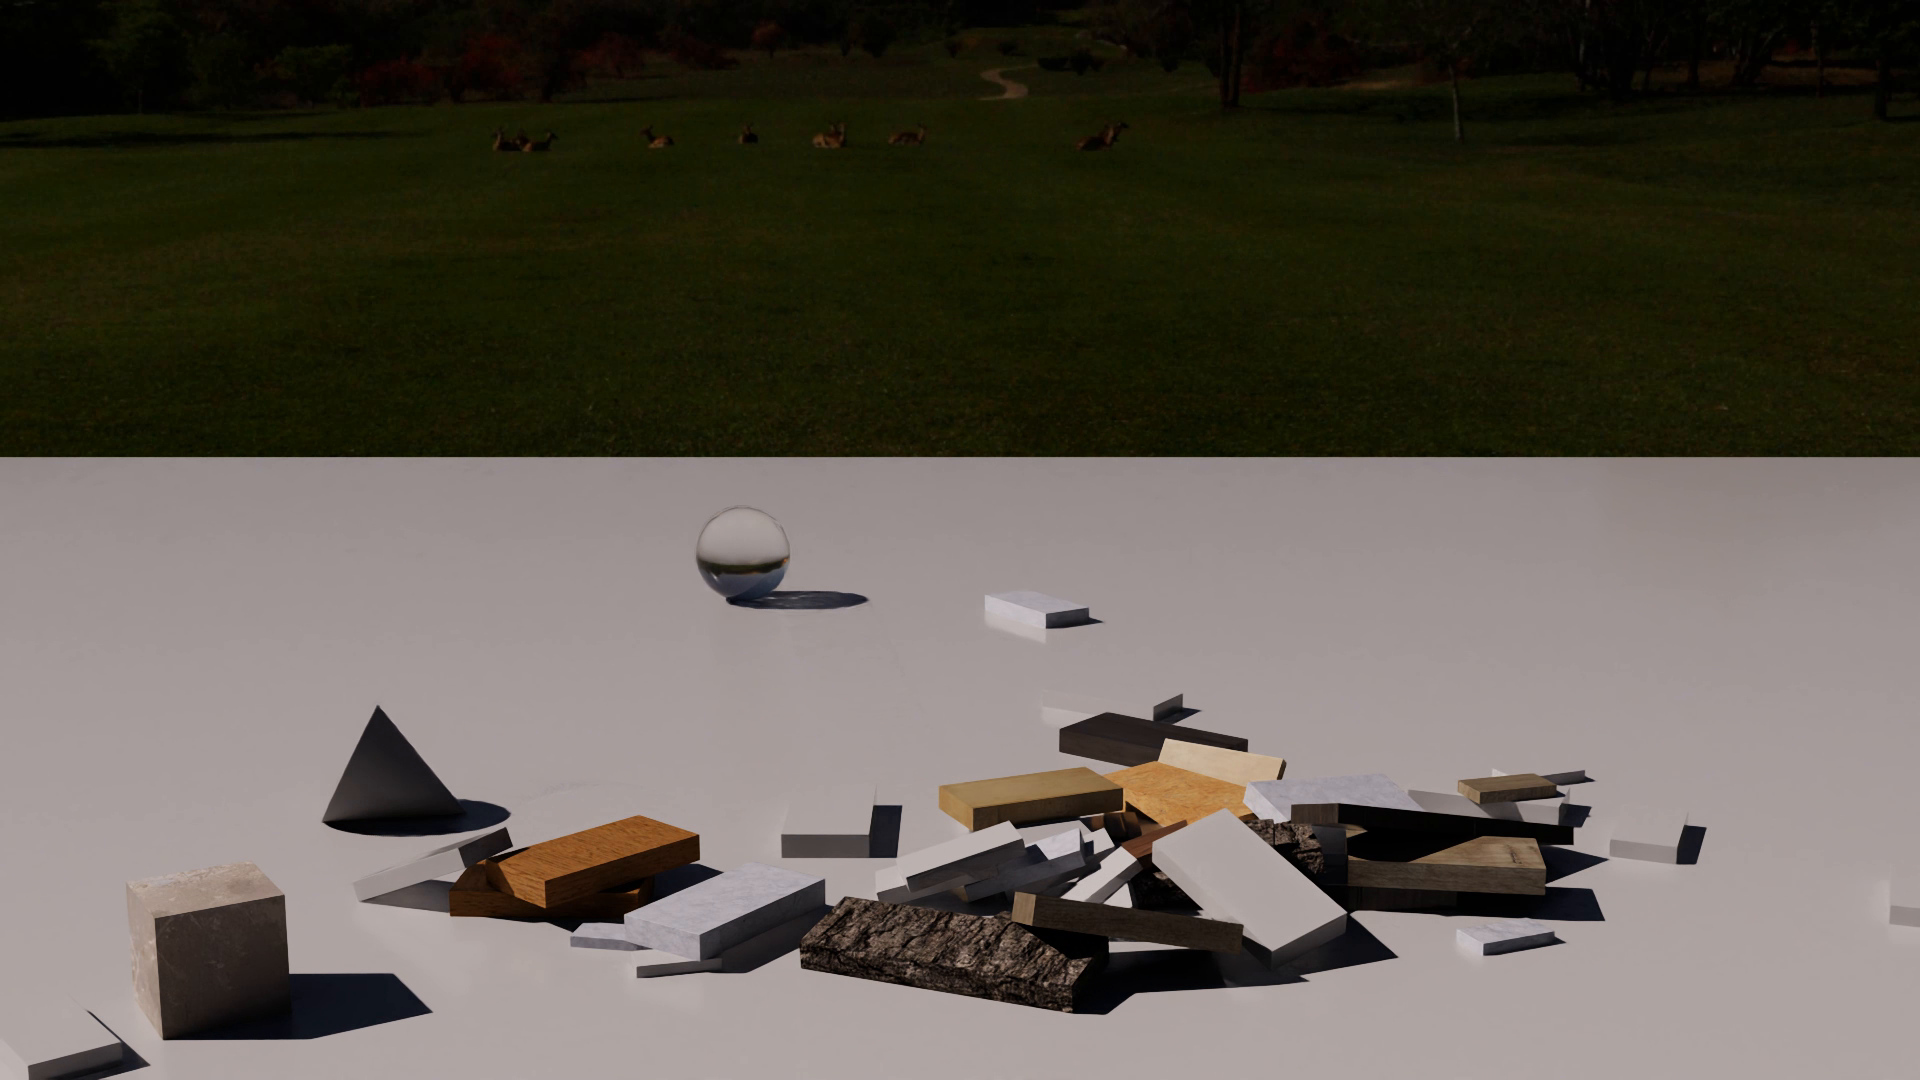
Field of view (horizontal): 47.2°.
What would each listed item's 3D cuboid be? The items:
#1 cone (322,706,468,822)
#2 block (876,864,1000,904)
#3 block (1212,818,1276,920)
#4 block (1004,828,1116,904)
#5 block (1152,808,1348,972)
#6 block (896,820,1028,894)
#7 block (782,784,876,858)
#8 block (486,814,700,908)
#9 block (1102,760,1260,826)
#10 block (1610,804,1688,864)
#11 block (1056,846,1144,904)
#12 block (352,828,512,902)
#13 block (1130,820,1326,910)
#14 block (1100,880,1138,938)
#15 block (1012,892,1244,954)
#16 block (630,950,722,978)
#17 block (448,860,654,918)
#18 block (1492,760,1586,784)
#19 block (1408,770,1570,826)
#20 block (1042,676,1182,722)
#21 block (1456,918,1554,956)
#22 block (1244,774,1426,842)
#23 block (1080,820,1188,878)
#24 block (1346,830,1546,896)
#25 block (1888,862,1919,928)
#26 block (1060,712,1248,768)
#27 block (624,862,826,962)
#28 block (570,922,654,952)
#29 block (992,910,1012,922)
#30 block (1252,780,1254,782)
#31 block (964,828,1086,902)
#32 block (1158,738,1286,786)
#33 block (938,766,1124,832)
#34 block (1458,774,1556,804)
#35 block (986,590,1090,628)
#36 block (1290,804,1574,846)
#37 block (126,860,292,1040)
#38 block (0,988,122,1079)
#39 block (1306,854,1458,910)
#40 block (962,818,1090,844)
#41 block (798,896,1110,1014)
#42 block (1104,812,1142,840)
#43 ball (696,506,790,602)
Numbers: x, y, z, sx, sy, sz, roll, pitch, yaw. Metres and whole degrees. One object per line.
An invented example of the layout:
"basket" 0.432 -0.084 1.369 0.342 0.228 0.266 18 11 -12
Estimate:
"cone" -1.022 0.460 4.080 0.234 0.234 0.234 25 7 -10
"block" -0.039 0.553 3.644 0.201 0.028 0.100 -16 12 0
"block" 0.457 0.534 3.542 0.098 0.028 0.196 -4 40 11
"block" 0.162 0.543 3.669 0.196 0.028 0.098 -21 12 -2
"block" 0.451 0.544 3.454 0.148 0.042 0.297 -21 38 -26
"block" 0.001 0.519 3.608 0.201 0.028 0.100 -17 12 -8
"block" -0.235 0.507 3.995 0.153 0.043 0.307 0 11 0
"block" -0.605 0.529 3.638 0.159 0.045 0.319 10 14 42
"block" 0.428 0.487 4.091 0.172 0.049 0.344 -9 14 -41
"block" 1.234 0.524 3.934 0.112 0.032 0.225 4 11 22
"block" 0.224 0.559 3.573 0.142 0.020 0.071 -37 19 -8
"block" -0.870 0.535 3.625 0.245 0.035 0.122 -20 0 28
"block" 0.438 0.537 3.656 0.312 0.044 0.156 -12 10 2
"block" 0.248 0.588 3.514 0.071 0.020 0.142 -38 8 6
"block" 0.250 0.578 3.323 0.319 0.045 0.159 9 -9 -8
"block" -0.432 0.640 3.349 0.130 0.018 0.065 -3 11 -15
"block" -0.670 0.576 3.628 0.307 0.043 0.153 0 11 2
"block" 1.133 0.460 4.308 0.160 0.023 0.080 -4 11 -22
"block" 0.993 0.485 4.129 0.276 0.039 0.138 5 11 23
"block" 0.336 0.352 4.844 0.276 0.039 0.138 7 12 32
"block" 0.855 0.621 3.448 0.136 0.019 0.068 -5 11 -23
"block" 0.679 0.484 3.972 0.297 0.042 0.148 0 24 -26
"block" 0.293 0.527 3.662 0.196 0.028 0.098 -21 10 6
"block" 0.796 0.531 3.626 0.312 0.044 0.156 2 11 8
"block" 1.586 0.585 3.607 0.112 0.032 0.225 4 11 22
"block" 0.391 0.418 4.464 0.344 0.049 0.172 8 13 37
"block" -0.368 0.584 3.480 0.153 0.043 0.307 7 13 34
"block" -0.538 0.622 3.446 0.130 0.018 0.065 2 11 11
"block" 0.063 0.620 3.455 0.071 0.020 0.142 6 12 31
"block" 0.599 0.485 4.114 0.136 0.019 0.068 4 30 30
"block" 0.108 0.538 3.645 0.201 0.028 0.100 -19 12 7
"block" 0.501 0.443 4.246 0.254 0.080 0.023 7 -24 33
"block" 0.128 0.465 3.961 0.297 0.042 0.149 -5 12 -24
"block" 1.016 0.461 4.085 0.160 0.023 0.080 -3 11 -17
"block" 0.200 0.180 5.771 0.138 0.039 0.276 -7 13 -33
"block" 0.807 0.483 3.725 0.553 0.032 0.113 9 -12 -32
"block" -1.088 0.589 3.182 0.179 0.179 0.179 -7 12 -32
"block" -1.265 0.688 3.044 0.122 0.035 0.245 -9 14 -39
"block" 0.654 0.569 3.661 0.312 0.044 0.156 0 11 0
"block" 0.119 0.518 3.922 0.172 0.049 0.344 -3 11 -14
"block" -0.009 0.622 3.318 0.440 0.045 0.159 5 19 23
"block" 0.295 0.520 3.999 0.058 0.016 0.116 0 11 -2
"ball" -0.586 0.038 5.944 0.255 0.255 0.255 0 11 0
